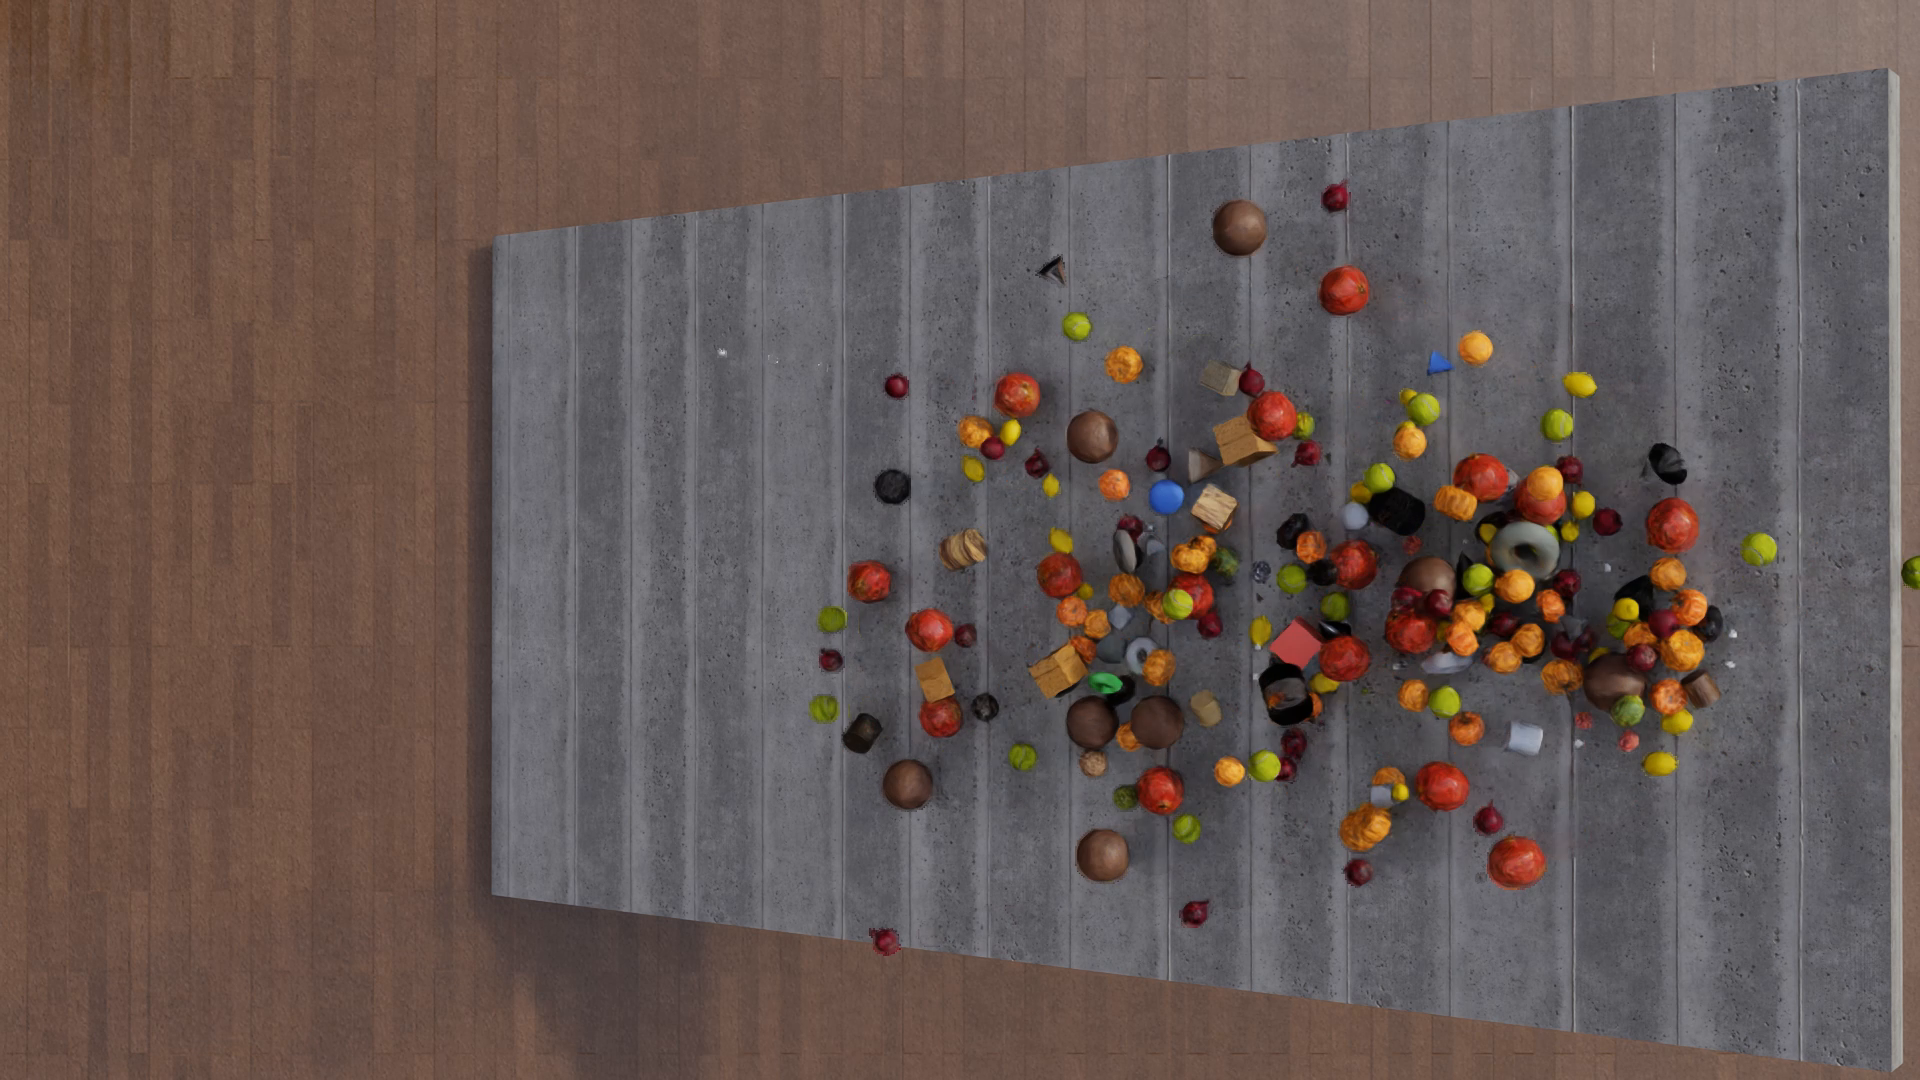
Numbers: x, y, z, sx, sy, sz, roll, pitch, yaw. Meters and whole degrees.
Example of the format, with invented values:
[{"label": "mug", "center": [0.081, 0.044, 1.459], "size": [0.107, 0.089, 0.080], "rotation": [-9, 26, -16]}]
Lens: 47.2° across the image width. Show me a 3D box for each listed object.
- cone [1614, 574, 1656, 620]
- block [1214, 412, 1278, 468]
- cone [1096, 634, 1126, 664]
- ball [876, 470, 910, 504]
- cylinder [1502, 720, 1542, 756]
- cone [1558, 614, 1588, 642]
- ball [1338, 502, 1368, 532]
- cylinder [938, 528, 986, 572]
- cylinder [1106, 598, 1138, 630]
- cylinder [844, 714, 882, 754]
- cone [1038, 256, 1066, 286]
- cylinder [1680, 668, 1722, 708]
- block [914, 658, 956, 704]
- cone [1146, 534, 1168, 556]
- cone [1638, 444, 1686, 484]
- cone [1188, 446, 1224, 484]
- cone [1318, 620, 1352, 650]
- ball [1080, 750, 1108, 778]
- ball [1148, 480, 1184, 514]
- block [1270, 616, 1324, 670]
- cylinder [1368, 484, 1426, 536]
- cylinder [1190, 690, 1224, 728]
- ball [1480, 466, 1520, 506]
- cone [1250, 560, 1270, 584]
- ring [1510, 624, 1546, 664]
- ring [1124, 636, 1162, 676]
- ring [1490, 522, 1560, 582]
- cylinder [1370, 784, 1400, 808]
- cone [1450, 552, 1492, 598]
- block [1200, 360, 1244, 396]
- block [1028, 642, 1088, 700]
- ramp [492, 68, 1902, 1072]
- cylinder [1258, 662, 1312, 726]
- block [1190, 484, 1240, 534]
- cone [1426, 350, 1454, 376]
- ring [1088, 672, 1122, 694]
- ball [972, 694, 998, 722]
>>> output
[{"label": "cone", "center": [1.443, 0.137, 4.637], "size": [0.090, 0.090, 0.090], "rotation": [-37, 96, 0]}, {"label": "block", "center": [0.669, -0.234, 5.153], "size": [0.095, 0.095, 0.095], "rotation": [-24, 76, 33]}, {"label": "cone", "center": [0.380, 0.282, 5.341], "size": [0.079, 0.079, 0.079], "rotation": [-6, 114, -13]}, {"label": "ball", "center": [-0.176, -0.138, 5.750], "size": [0.090, 0.090, 0.090], "rotation": [0, 90, 0]}, {"label": "cylinder", "center": [1.212, 0.427, 4.739], "size": [0.066, 0.066, 0.066], "rotation": [11, 90, 0]}, {"label": "cone", "center": [1.285, 0.174, 4.645], "size": [0.059, 0.059, 0.059], "rotation": [39, 90, 31]}, {"label": "ball", "center": [0.890, -0.053, 4.973], "size": [0.068, 0.068, 0.068], "rotation": [0, 90, 0]}, {"label": "cylinder", "center": [0.006, 0.026, 5.615], "size": [0.087, 0.087, 0.087], "rotation": [-23, 89, 35]}, {"label": "cylinder", "center": [0.396, 0.181, 5.367], "size": [0.053, 0.053, 0.053], "rotation": [43, 115, 0]}, {"label": "cylinder", "center": [-0.254, 0.505, 5.735], "size": [0.075, 0.075, 0.075], "rotation": [36, 48, 0]}, {"label": "cone", "center": [0.244, -0.661, 5.491], "size": [0.072, 0.072, 0.072], "rotation": [-38, 93, 0]}, {"label": "cylinder", "center": [1.527, 0.307, 4.534], "size": [0.060, 0.060, 0.060], "rotation": [-32, 93, 0]}, {"label": "block", "center": [-0.064, 0.357, 5.607], "size": [0.073, 0.073, 0.073], "rotation": [-22, 123, -1]}, {"label": "cone", "center": [0.481, 0.016, 5.327], "size": [0.052, 0.052, 0.052], "rotation": [6, 90, 8]}, {"label": "cone", "center": [1.459, -0.139, 4.629], "size": [0.096, 0.096, 0.096], "rotation": [11, 61, -21]}, {"label": "cone", "center": [0.594, -0.180, 5.238], "size": [0.095, 0.095, 0.095], "rotation": [-2, 90, 9]}, {"label": "cone", "center": [0.841, 0.202, 5.023], "size": [0.073, 0.073, 0.073], "rotation": [37, 90, -25]}, {"label": "ball", "center": [0.328, 0.549, 5.402], "size": [0.069, 0.069, 0.069], "rotation": [0, 90, 0]}, {"label": "ball", "center": [0.495, -0.103, 5.280], "size": [0.085, 0.085, 0.085], "rotation": [0, 90, 0]}, {"label": "block", "center": [0.777, 0.238, 5.055], "size": [0.088, 0.088, 0.088], "rotation": [42, 104, 7]}, {"label": "cylinder", "center": [0.978, -0.067, 4.925], "size": [0.090, 0.090, 0.090], "rotation": [-18, 124, -29]}, {"label": "cylinder", "center": [0.570, 0.390, 5.085], "size": [0.060, 0.060, 0.060], "rotation": [-30, 120, 0]}, {"label": "ball", "center": [1.179, -0.119, 4.799], "size": [0.087, 0.087, 0.087], "rotation": [0, 90, 0]}, {"label": "cone", "center": [0.694, 0.075, 5.159], "size": [0.053, 0.053, 0.053], "rotation": [0, 89, 35]}, {"label": "ring", "center": [1.234, 0.227, 4.783], "size": [0.029, 0.087, 0.087], "rotation": [12, 89, -43]}, {"label": "ring", "center": [0.445, 0.284, 5.344], "size": [0.097, 0.032, 0.097], "rotation": [-1, 88, 33]}, {"label": "ring", "center": [1.209, 0.025, 4.703], "size": [0.147, 0.049, 0.147], "rotation": [12, 128, 16]}, {"label": "cylinder", "center": [0.943, 0.568, 4.878], "size": [0.050, 0.050, 0.050], "rotation": [-10, 89, 35]}, {"label": "cone", "center": [1.105, 0.066, 4.799], "size": [0.093, 0.093, 0.093], "rotation": [-18, 107, 0]}, {"label": "block", "center": [0.620, -0.384, 5.207], "size": [0.065, 0.065, 0.065], "rotation": [30, 106, 31]}, {"label": "block", "center": [0.240, 0.319, 5.359], "size": [0.087, 0.087, 0.087], "rotation": [-32, 90, 38]}, {"label": "ramp", "center": [0.244, 0.067, 5.569], "size": [4.000, 0.100, 2.000], "rotation": [0, 89, 35]}, {"label": "cylinder", "center": [0.736, 0.348, 4.969], "size": [0.100, 0.100, 0.100], "rotation": [-11, 47, 0]}, {"label": "block", "center": [0.588, -0.072, 5.066], "size": [0.080, 0.080, 0.080], "rotation": [32, 91, 12]}, {"label": "cone", "center": [1.078, -0.390, 4.909], "size": [0.057, 0.057, 0.057], "rotation": [13, 90, 7]}, {"label": "ring", "center": [0.344, 0.339, 5.226], "size": [0.082, 0.082, 0.027], "rotation": [12, 64, 0]}, {"label": "ball", "center": [0.063, 0.426, 5.589], "size": [0.070, 0.070, 0.070], "rotation": [0, 90, 0]}]
